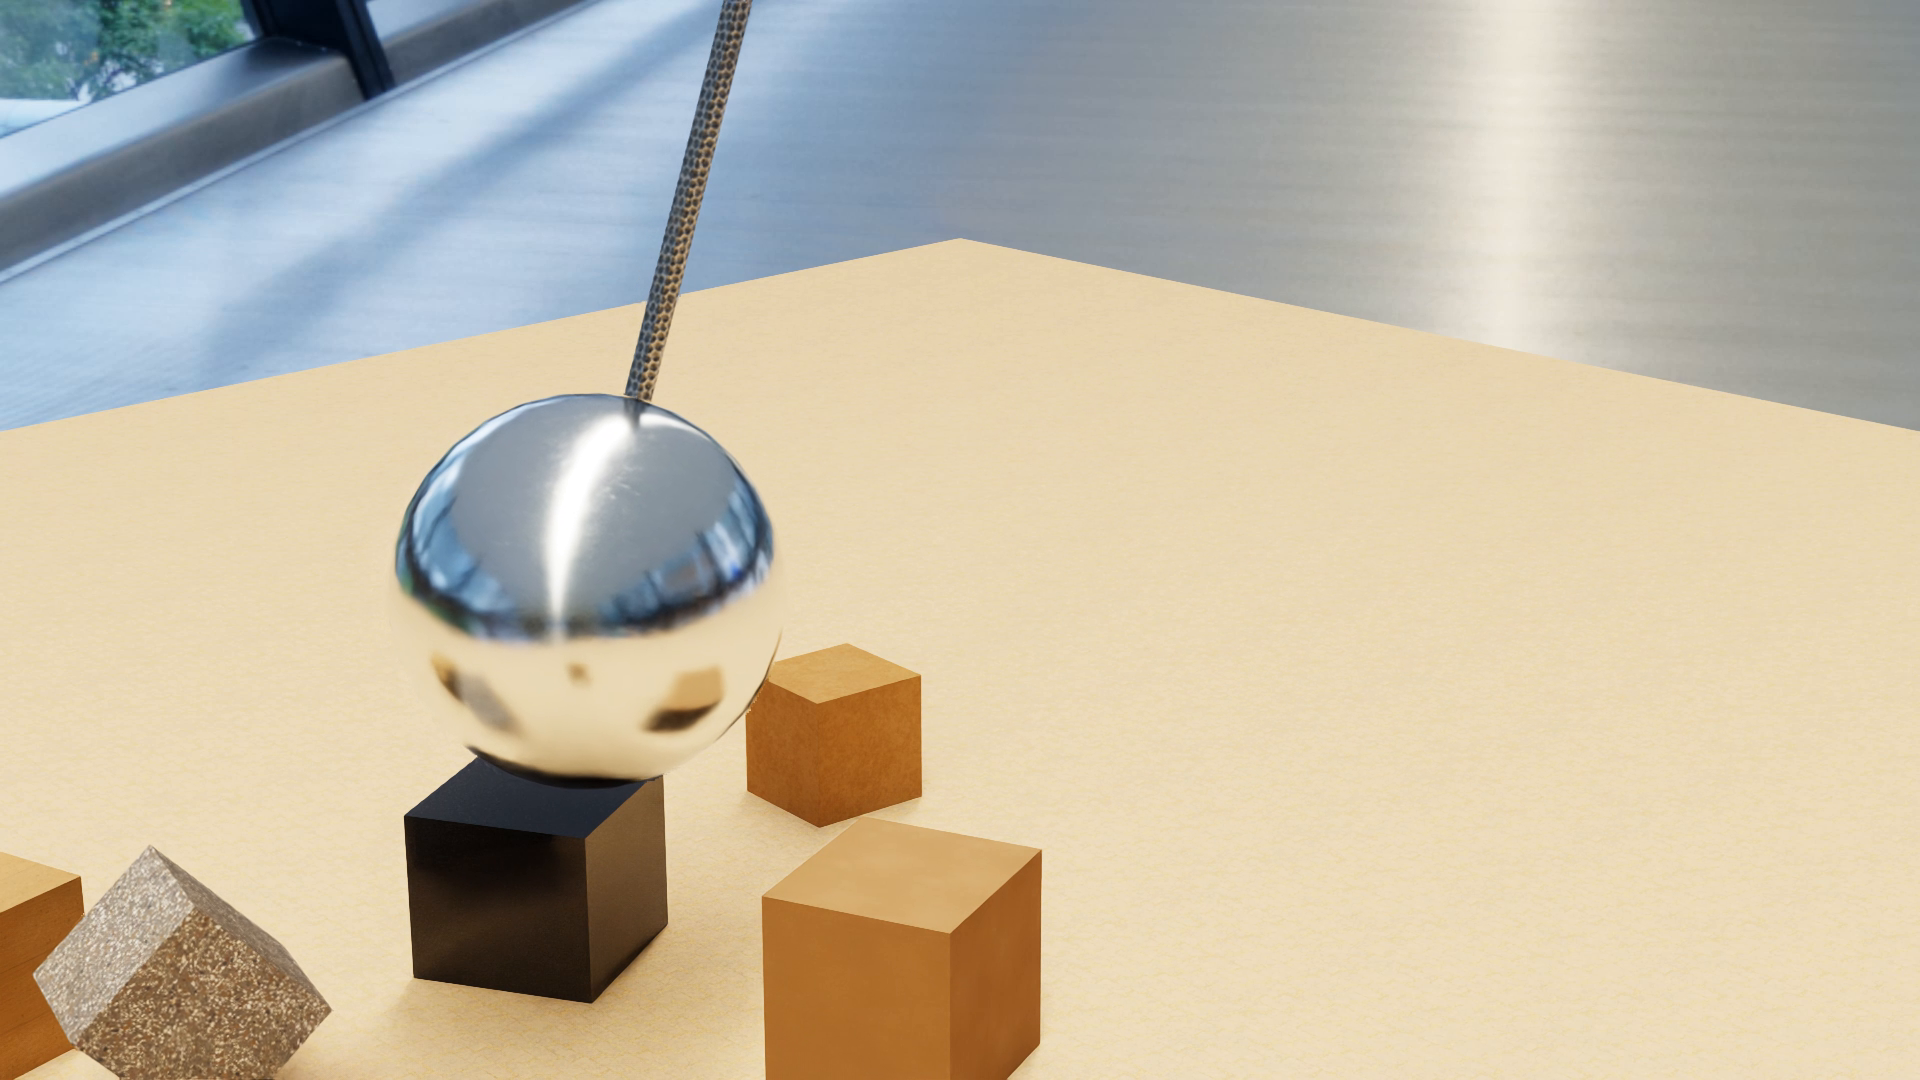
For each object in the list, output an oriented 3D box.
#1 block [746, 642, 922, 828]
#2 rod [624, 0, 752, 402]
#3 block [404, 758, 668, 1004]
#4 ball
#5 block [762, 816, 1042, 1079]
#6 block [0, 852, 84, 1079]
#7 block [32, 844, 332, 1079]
[{"bbox_3d":[-0.617,0.943,14.290,0.624,0.633,0.598,-14,22,-37],"label":"block"},{"bbox_3d":[-0.649,-3.085,11.692,0.080,5.200,0.080,17,3,42],"label":"rod"},{"bbox_3d":[-1.803,1.421,12.581,0.822,0.745,0.824,5,18,16],"label":"block"},{"bbox_3d":[-1.497,0.204,11.836,1.600,1.600,1.600,0,17,0],"label":"ball"},{"bbox_3d":[-0.216,1.698,11.520,0.793,0.854,0.861,8,19,24],"label":"block"},{"bbox_3d":[-3.993,1.705,11.734,0.738,0.711,0.646,10,20,30],"label":"block"},{"bbox_3d":[-2.975,1.729,11.212,0.656,0.724,0.660,-49,32,-8],"label":"block"}]
